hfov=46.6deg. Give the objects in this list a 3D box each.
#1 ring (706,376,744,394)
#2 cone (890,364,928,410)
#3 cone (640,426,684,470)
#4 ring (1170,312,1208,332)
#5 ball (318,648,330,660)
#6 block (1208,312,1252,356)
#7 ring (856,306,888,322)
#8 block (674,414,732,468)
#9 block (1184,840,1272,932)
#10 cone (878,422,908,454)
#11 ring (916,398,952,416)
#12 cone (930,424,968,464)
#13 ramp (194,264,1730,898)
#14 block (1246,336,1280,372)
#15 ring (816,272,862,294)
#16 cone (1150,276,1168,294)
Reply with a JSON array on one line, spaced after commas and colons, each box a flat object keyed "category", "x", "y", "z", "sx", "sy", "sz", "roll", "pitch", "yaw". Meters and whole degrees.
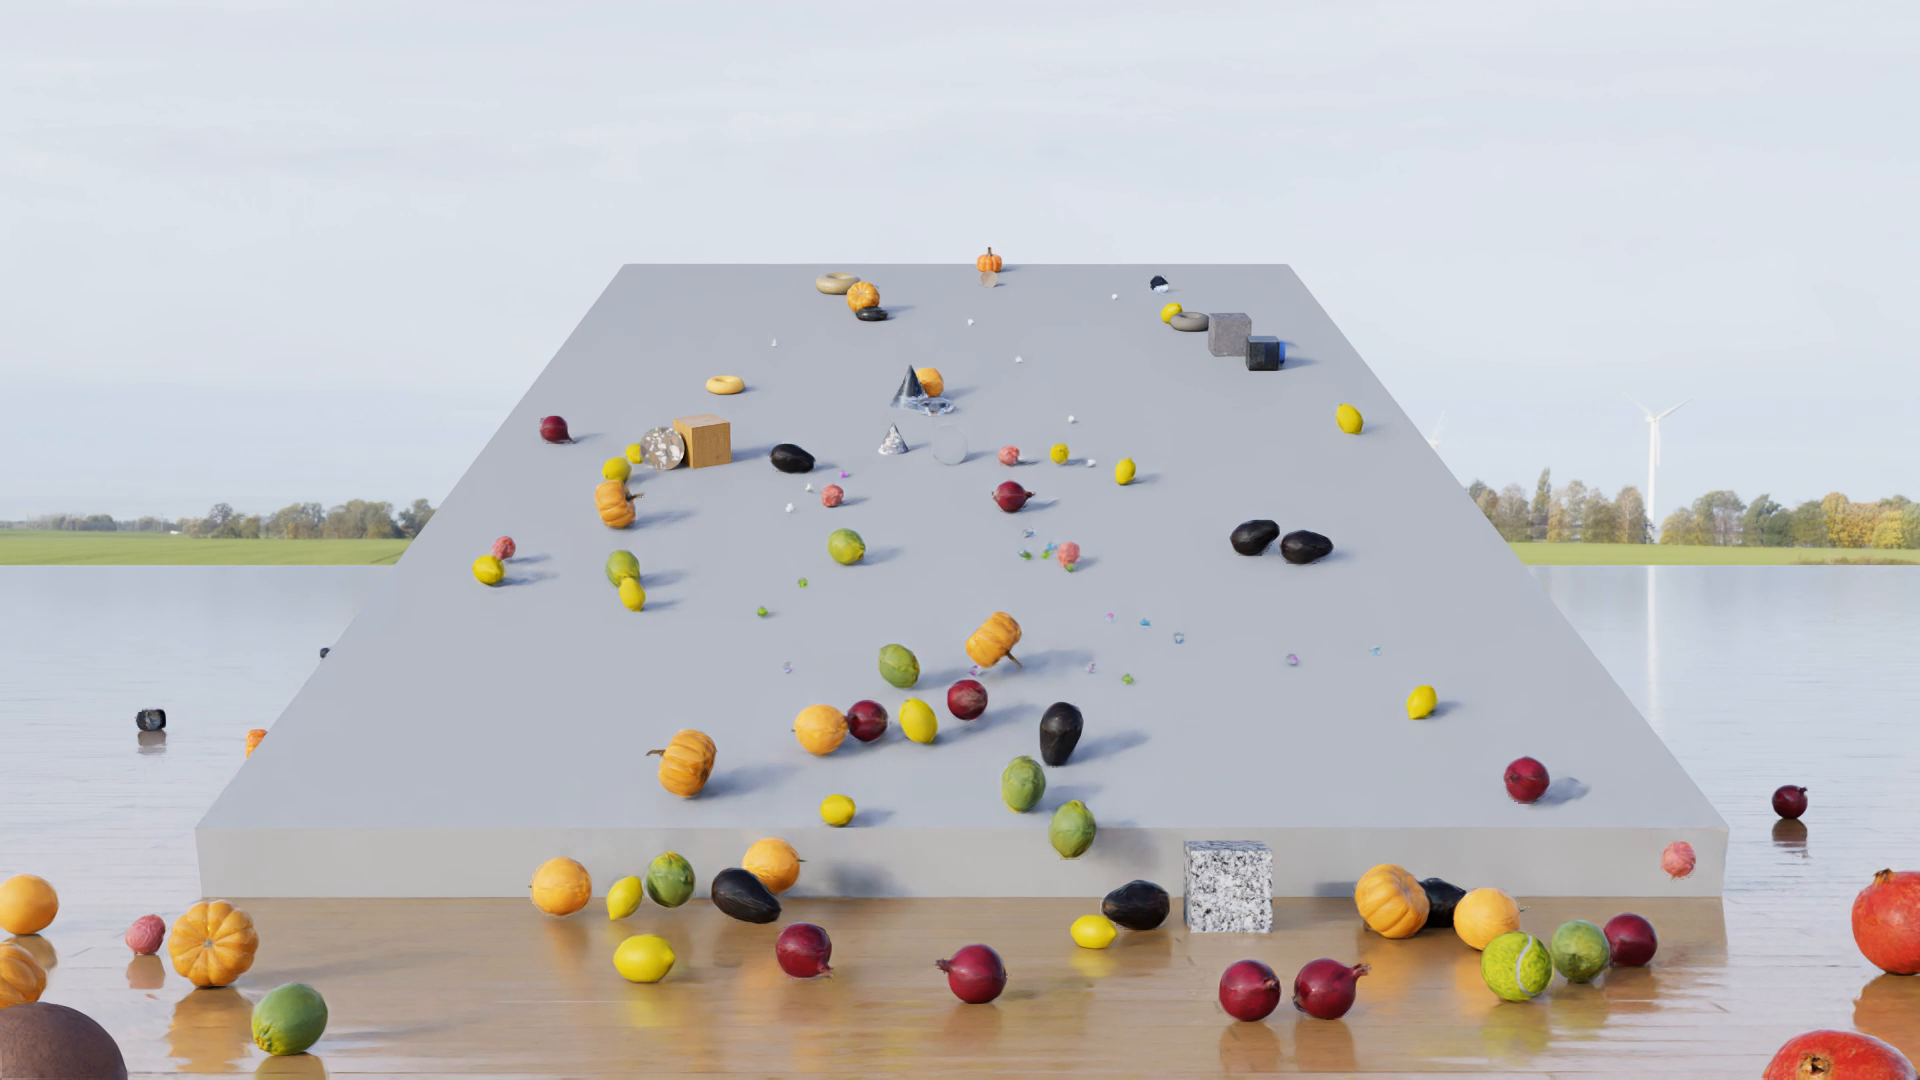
[{"category": "ring", "x": -0.545, "y": -0.360, "z": 5.176, "sx": 0.088, "sy": 0.029, "sz": 0.088, "roll": 1, "pitch": 19, "yaw": 0}, {"category": "cone", "x": -0.111, "y": -0.352, "z": 5.044, "sx": 0.095, "sy": 0.095, "sz": 0.095, "roll": 0, "pitch": 18, "yaw": 0}, {"category": "cone", "x": -0.609, "y": -0.179, "z": 4.585, "sx": 0.091, "sy": 0.091, "sz": 0.091, "roll": 0, "pitch": -9, "yaw": -2}, {"category": "ring", "x": 0.603, "y": -0.571, "z": 5.838, "sx": 0.107, "sy": 0.036, "sz": 0.107, "roll": 1, "pitch": 19, "yaw": 0}, {"category": "ball", "x": -2.776, "y": 0.499, "z": 9.757, "sx": 0.056, "sy": 0.056, "sz": 0.056, "roll": 0, "pitch": 0, "yaw": 0}, {"category": "block", "x": 0.672, "y": -0.512, "z": 5.558, "sx": 0.091, "sy": 0.091, "sz": 0.091, "roll": -1, "pitch": 18, "yaw": -4}, {"category": "ring", "x": -0.236, "y": -0.604, "z": 5.950, "sx": 0.086, "sy": 0.029, "sz": 0.086, "roll": 0, "pitch": 16, "yaw": 0}, {"category": "block", "x": -0.530, "y": -0.204, "z": 4.589, "sx": 0.087, "sy": 0.087, "sz": 0.087, "roll": -11, "pitch": 21, "yaw": -31}, {"category": "block", "x": 0.324, "y": 0.420, "z": 2.710, "sx": 0.097, "sy": 0.097, "sz": 0.097, "roll": 0, "pitch": 0, "yaw": 0}, {"category": "cone", "x": -0.139, "y": -0.218, "z": 4.672, "sx": 0.064, "sy": 0.064, "sz": 0.064, "roll": 0, "pitch": 18, "yaw": 0}, {"category": "ring", "x": -0.057, "y": -0.299, "z": 4.991, "sx": 0.083, "sy": 0.028, "sz": 0.083, "roll": 1, "pitch": 17, "yaw": 0}, {"category": "cone", "x": -0.041, "y": -0.188, "z": 4.620, "sx": 0.084, "sy": 0.084, "sz": 0.084, "roll": 0, "pitch": -11, "yaw": -27}, {"category": "ramp", "x": -0.003, "y": -0.181, "z": 4.827, "sx": 2.000, "sy": 0.100, "sz": 4.000, "roll": 0, "pitch": 18, "yaw": 0}, {"category": "block", "x": 0.733, "y": -0.452, "z": 5.404, "sx": 0.071, "sy": 0.071, "sz": 0.071, "roll": 0, "pitch": 18, "yaw": 0}, {"category": "ring", "x": -0.342, "y": -0.726, "z": 6.309, "sx": 0.134, "sy": 0.045, "sz": 0.134, "roll": 0, "pitch": 19, "yaw": 0}, {"category": "cone", "x": 0.550, "y": -0.713, "z": 6.304, "sx": 0.055, "sy": 0.055, "sz": 0.055, "roll": 0, "pitch": -10, "yaw": -20}]
